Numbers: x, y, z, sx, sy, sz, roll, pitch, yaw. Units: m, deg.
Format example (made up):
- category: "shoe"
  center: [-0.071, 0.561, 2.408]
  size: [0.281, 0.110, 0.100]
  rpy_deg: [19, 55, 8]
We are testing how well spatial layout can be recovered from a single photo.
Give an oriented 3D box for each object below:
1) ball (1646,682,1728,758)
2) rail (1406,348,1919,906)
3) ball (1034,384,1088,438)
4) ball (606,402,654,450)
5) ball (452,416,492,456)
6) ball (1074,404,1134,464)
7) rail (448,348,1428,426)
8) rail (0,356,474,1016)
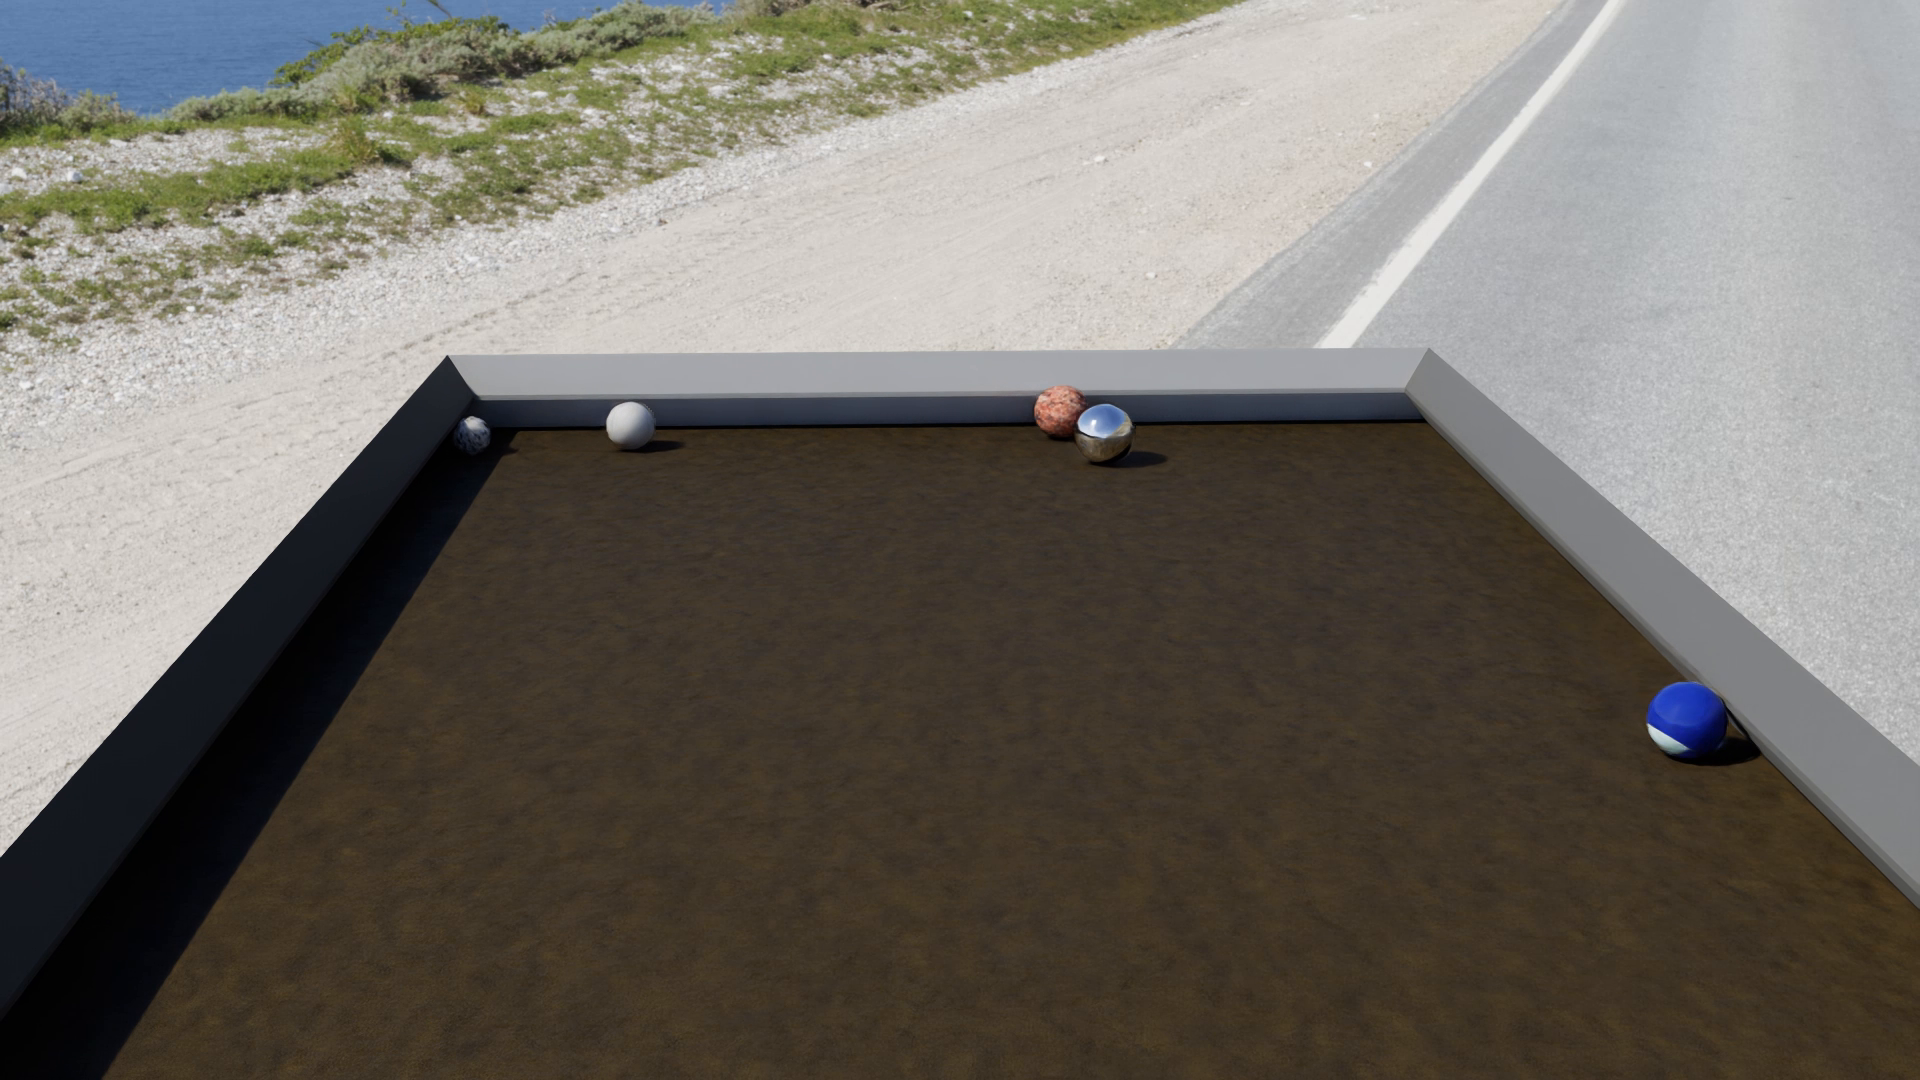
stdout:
- category: "ball"
  center: [0.680, 0.168, 2.056]
  size: [0.072, 0.072, 0.072]
  rpy_deg: [0, 17, 0]
- category: "rail"
  center: [0.739, 0.185, 1.935]
  size: [0.045, 0.109, 2.920]
  rpy_deg: [-1, 17, -2]
- category: "ball"
  center: [0.148, -0.188, 3.225]
  size: [0.078, 0.078, 0.078]
  rpy_deg: [0, 17, 0]
- category: "ball"
  center: [-0.474, -0.164, 3.162]
  size: [0.069, 0.069, 0.069]
  rpy_deg: [0, 17, 0]
- category: "ball"
  center: [-0.695, -0.148, 3.133]
  size: [0.055, 0.055, 0.055]
  rpy_deg: [0, 17, 0]
- category: "ball"
  center: [0.203, -0.149, 3.084]
  size: [0.084, 0.084, 0.084]
  rpy_deg: [0, 17, 0]
- category: "rail"
  center: [-0.026, -0.223, 3.284]
  size: [1.473, 0.109, 0.045]
  rpy_deg: [-1, 17, -2]
- category: "rail"
  center: [-0.685, 0.200, 1.885]
  size: [0.045, 0.109, 2.920]
  rpy_deg: [-1, 17, -2]
